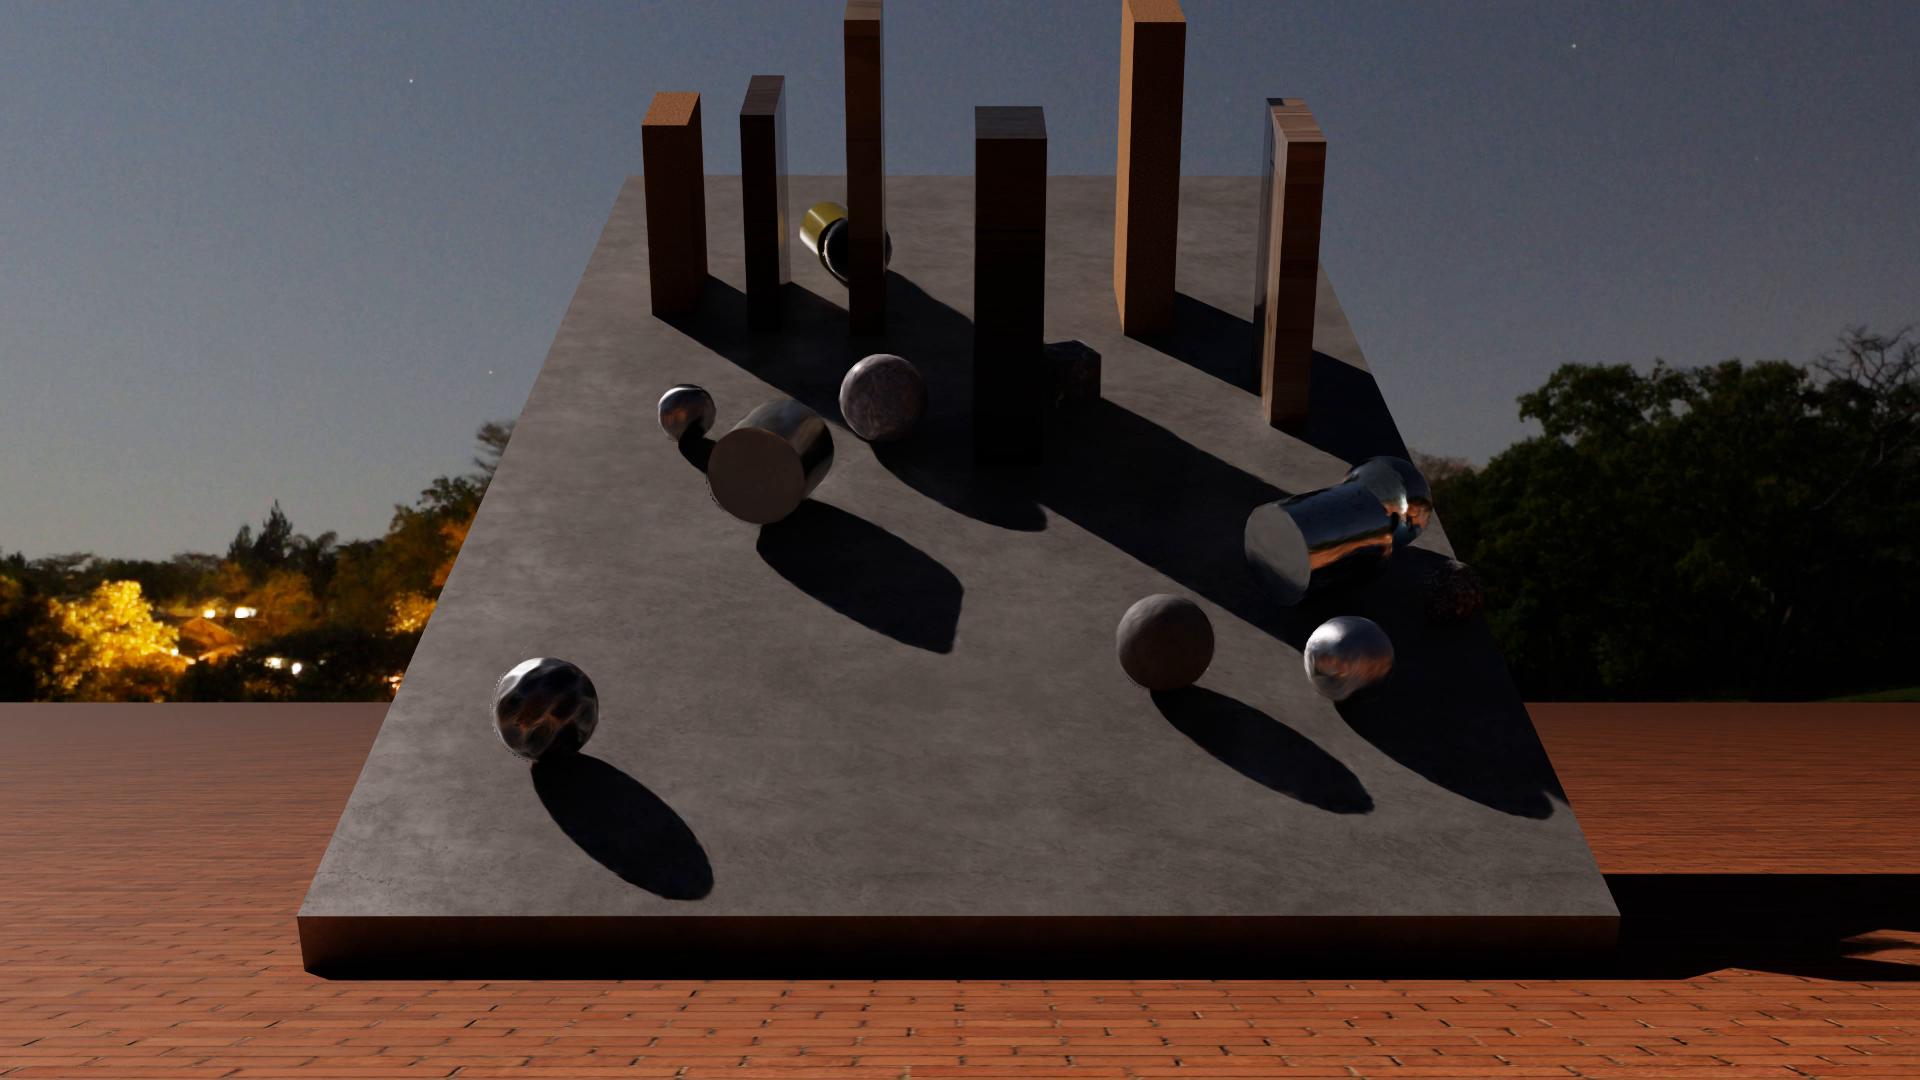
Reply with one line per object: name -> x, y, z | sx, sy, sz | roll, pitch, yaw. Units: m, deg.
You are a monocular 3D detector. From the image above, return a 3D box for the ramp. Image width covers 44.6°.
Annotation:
ramp -> -0.009, -0.229, 5.369 | 2.000, 0.100, 4.000 | 0, 25, 0

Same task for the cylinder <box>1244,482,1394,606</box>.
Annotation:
cylinder -> 0.689, 0.007, 4.504 | 0.202, 0.202, 0.202 | -14, 3, -28

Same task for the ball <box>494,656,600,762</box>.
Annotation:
ball -> -0.695, 0.284, 3.932 | 0.176, 0.176, 0.176 | 0, -4, 0

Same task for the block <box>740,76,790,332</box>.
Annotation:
block -> -0.491, -0.858, 5.945 | 0.084, 0.554, 0.397 | 0, 25, 0

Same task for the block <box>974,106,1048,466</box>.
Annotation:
block -> 0.105, -0.548, 5.071 | 0.146, 0.730, 0.262 | 0, 25, 0

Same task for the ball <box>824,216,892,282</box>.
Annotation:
ball -> -0.270, -0.771, 6.202 | 0.180, 0.180, 0.180 | 0, -4, 0

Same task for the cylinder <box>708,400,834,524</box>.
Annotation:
cylinder -> -0.389, -0.163, 4.839 | 0.207, 0.207, 0.207 | -1, 19, 14

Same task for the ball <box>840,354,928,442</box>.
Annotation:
ball -> -0.170, -0.315, 5.201 | 0.197, 0.197, 0.197 | 0, -4, 0

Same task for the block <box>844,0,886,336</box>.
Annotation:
block -> -0.233, -0.940, 5.843 | 0.085, 0.789, 0.328 | 0, 25, 0

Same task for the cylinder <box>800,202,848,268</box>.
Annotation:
cylinder -> -0.338, -0.823, 6.346 | 0.153, 0.153, 0.153 | 2, 23, -24

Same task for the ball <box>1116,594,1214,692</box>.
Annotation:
ball -> 0.364, 0.182, 4.159 | 0.175, 0.175, 0.175 | 0, -4, 0

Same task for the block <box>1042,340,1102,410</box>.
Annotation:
block -> 0.251, -0.386, 5.453 | 0.116, 0.116, 0.116 | -10, 27, -21

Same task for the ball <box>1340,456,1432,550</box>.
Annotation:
ball -> 0.850, -0.074, 4.694 | 0.191, 0.191, 0.191 | 0, -4, 0

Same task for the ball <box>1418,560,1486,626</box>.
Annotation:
ball -> 0.924, 0.100, 4.400 | 0.124, 0.124, 0.124 | 0, -4, 0

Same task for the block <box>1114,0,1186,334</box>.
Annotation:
block -> 0.472, -0.954, 5.882 | 0.123, 0.784, 0.396 | 0, 25, 0

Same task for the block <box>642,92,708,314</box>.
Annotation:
block -> -0.733, -0.872, 6.043 | 0.113, 0.495, 0.331 | 0, 25, 0

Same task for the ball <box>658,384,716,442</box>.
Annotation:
ball -> -0.609, -0.284, 5.212 | 0.129, 0.129, 0.129 | 0, -4, 0

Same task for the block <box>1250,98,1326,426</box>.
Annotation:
block -> 0.747, -0.638, 5.351 | 0.084, 0.660, 0.377 | 0, 25, 0

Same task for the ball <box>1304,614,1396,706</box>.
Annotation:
ball -> 0.685, 0.211, 4.117 | 0.159, 0.159, 0.159 | 0, -4, 0
